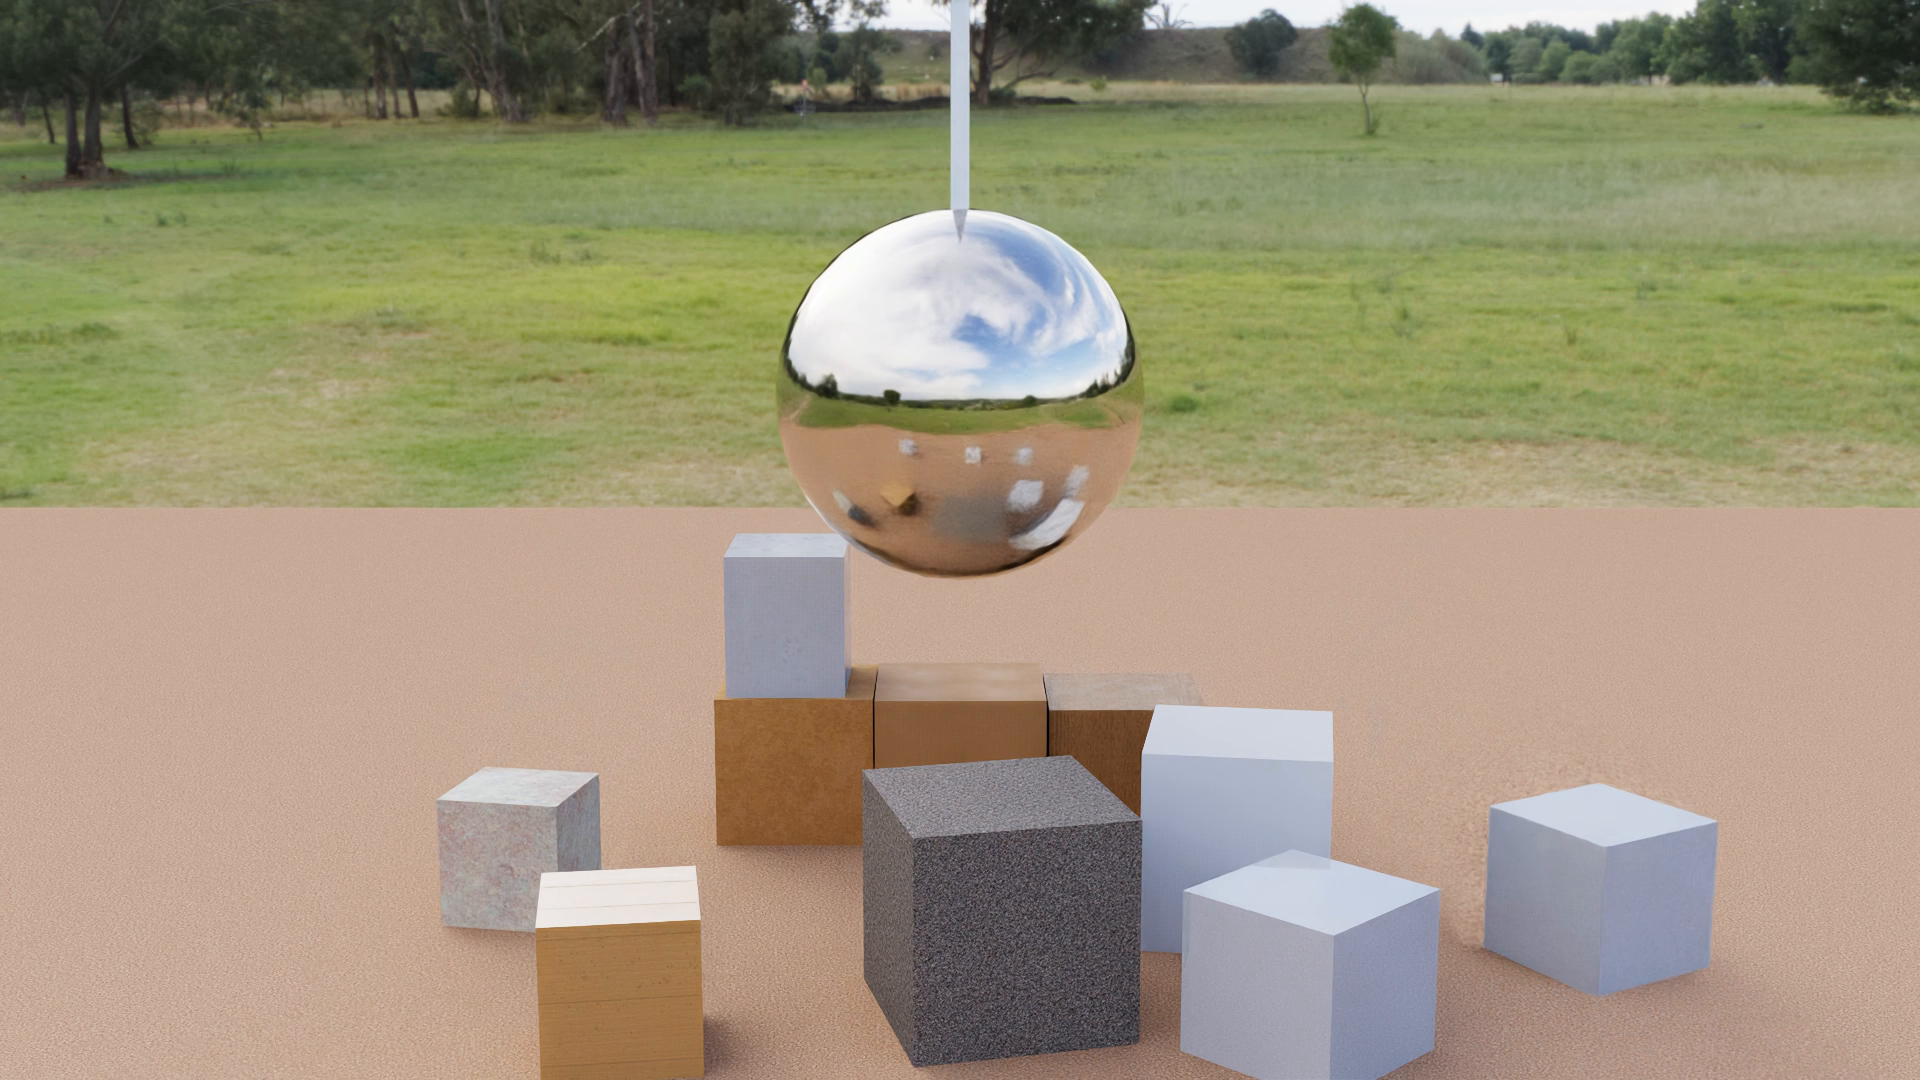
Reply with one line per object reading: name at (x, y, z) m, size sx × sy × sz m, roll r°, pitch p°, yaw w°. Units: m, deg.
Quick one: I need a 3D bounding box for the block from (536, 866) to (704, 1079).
block at (-1.319, 1.683, 8.555) m, size 0.609 × 0.627 × 0.627 m, roll -2°, pitch 10°, yaw -8°

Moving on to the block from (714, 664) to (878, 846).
block at (-0.830, 1.101, 11.398) m, size 0.792 × 0.755 × 0.756 m, roll 0°, pitch 10°, yaw 0°

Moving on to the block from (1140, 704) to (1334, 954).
block at (1.255, 1.299, 9.917) m, size 0.816 × 0.896 × 0.849 m, roll 2°, pitch 10°, yaw 9°

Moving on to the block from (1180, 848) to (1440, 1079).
block at (1.358, 1.671, 8.542) m, size 0.699 × 0.655 × 0.708 m, roll 10°, pitch 14°, yaw 44°

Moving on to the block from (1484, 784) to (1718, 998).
block at (2.762, 1.497, 9.507) m, size 0.673 × 0.653 × 0.666 m, roll -6°, pitch 12°, yaw -30°

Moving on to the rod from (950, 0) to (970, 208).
rod at (0.000, -4.013, 9.768) m, size 0.080 × 5.200 × 0.080 m, roll 0°, pitch -5°, yaw 0°

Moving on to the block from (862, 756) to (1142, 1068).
block at (0.148, 1.471, 8.911) m, size 0.910 × 0.917 × 0.942 m, roll -3°, pitch 11°, yaw -14°

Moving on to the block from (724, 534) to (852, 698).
block at (-0.873, 0.378, 11.264) m, size 0.596 × 0.717 × 0.663 m, roll 0°, pitch 10°, yaw 0°

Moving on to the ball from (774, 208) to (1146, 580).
ball at (0.000, -0.624, 9.492) m, size 1.600 × 1.600 × 1.600 m, roll 0°, pitch 10°, yaw 0°

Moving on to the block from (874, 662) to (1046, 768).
block at (-0.001, 1.103, 11.347) m, size 0.853 × 0.770 × 0.815 m, roll 0°, pitch 10°, yaw -1°

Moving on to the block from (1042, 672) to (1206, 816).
block at (0.836, 1.127, 11.376) m, size 0.787 × 0.713 × 0.774 m, roll 0°, pitch 10°, yaw 0°

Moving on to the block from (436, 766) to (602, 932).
block at (-2.015, 1.417, 10.112) m, size 0.566 × 0.593 × 0.539 m, roll 2°, pitch 11°, yaw 11°
